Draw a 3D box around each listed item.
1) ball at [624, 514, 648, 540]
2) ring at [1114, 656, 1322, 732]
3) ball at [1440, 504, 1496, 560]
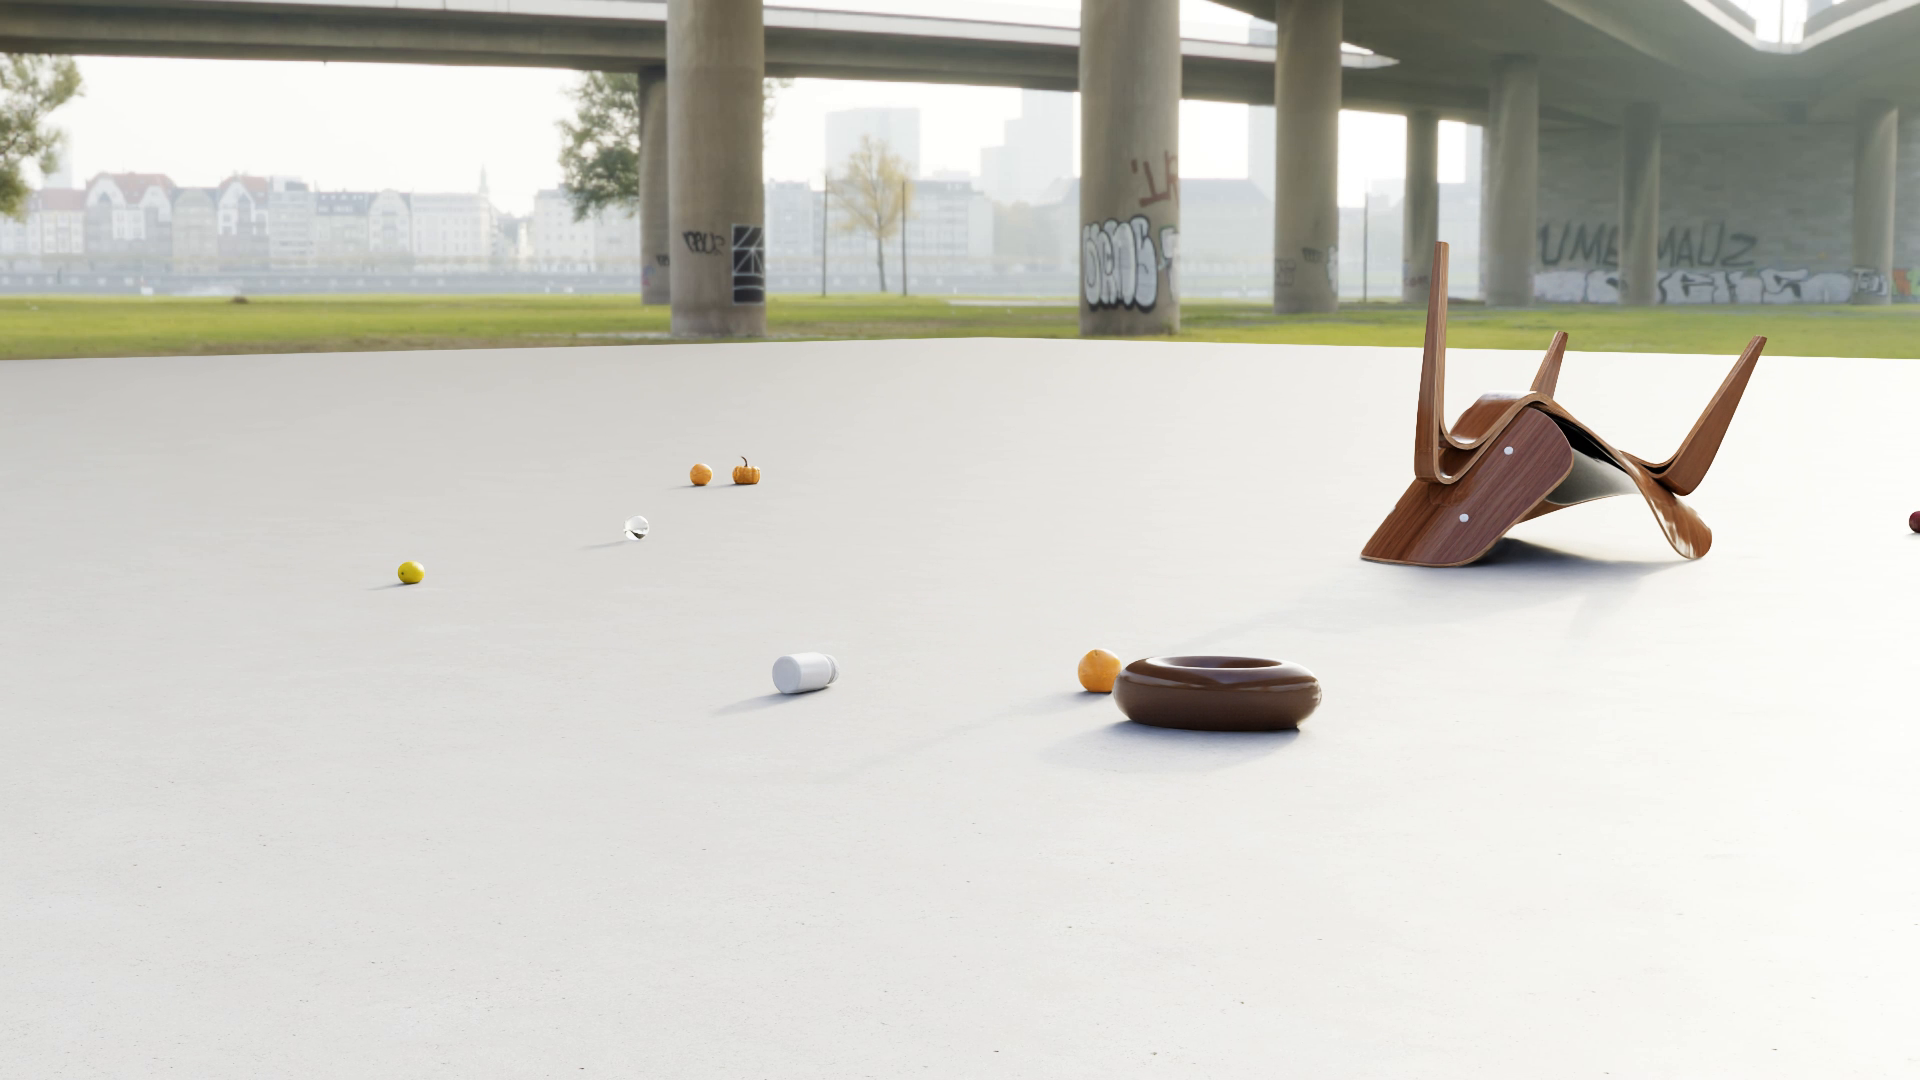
[{"bbox_3d":[-0.808,-0.030,6.397,0.064,0.064,0.064,0,6,0],"label":"ball"},{"bbox_3d":[0.378,0.225,3.778,0.311,0.094,0.166,1,8,15],"label":"ring"},{"bbox_3d":[1.176,-0.017,5.941,0.131,0.131,0.131,0,6,0],"label":"ball"}]
